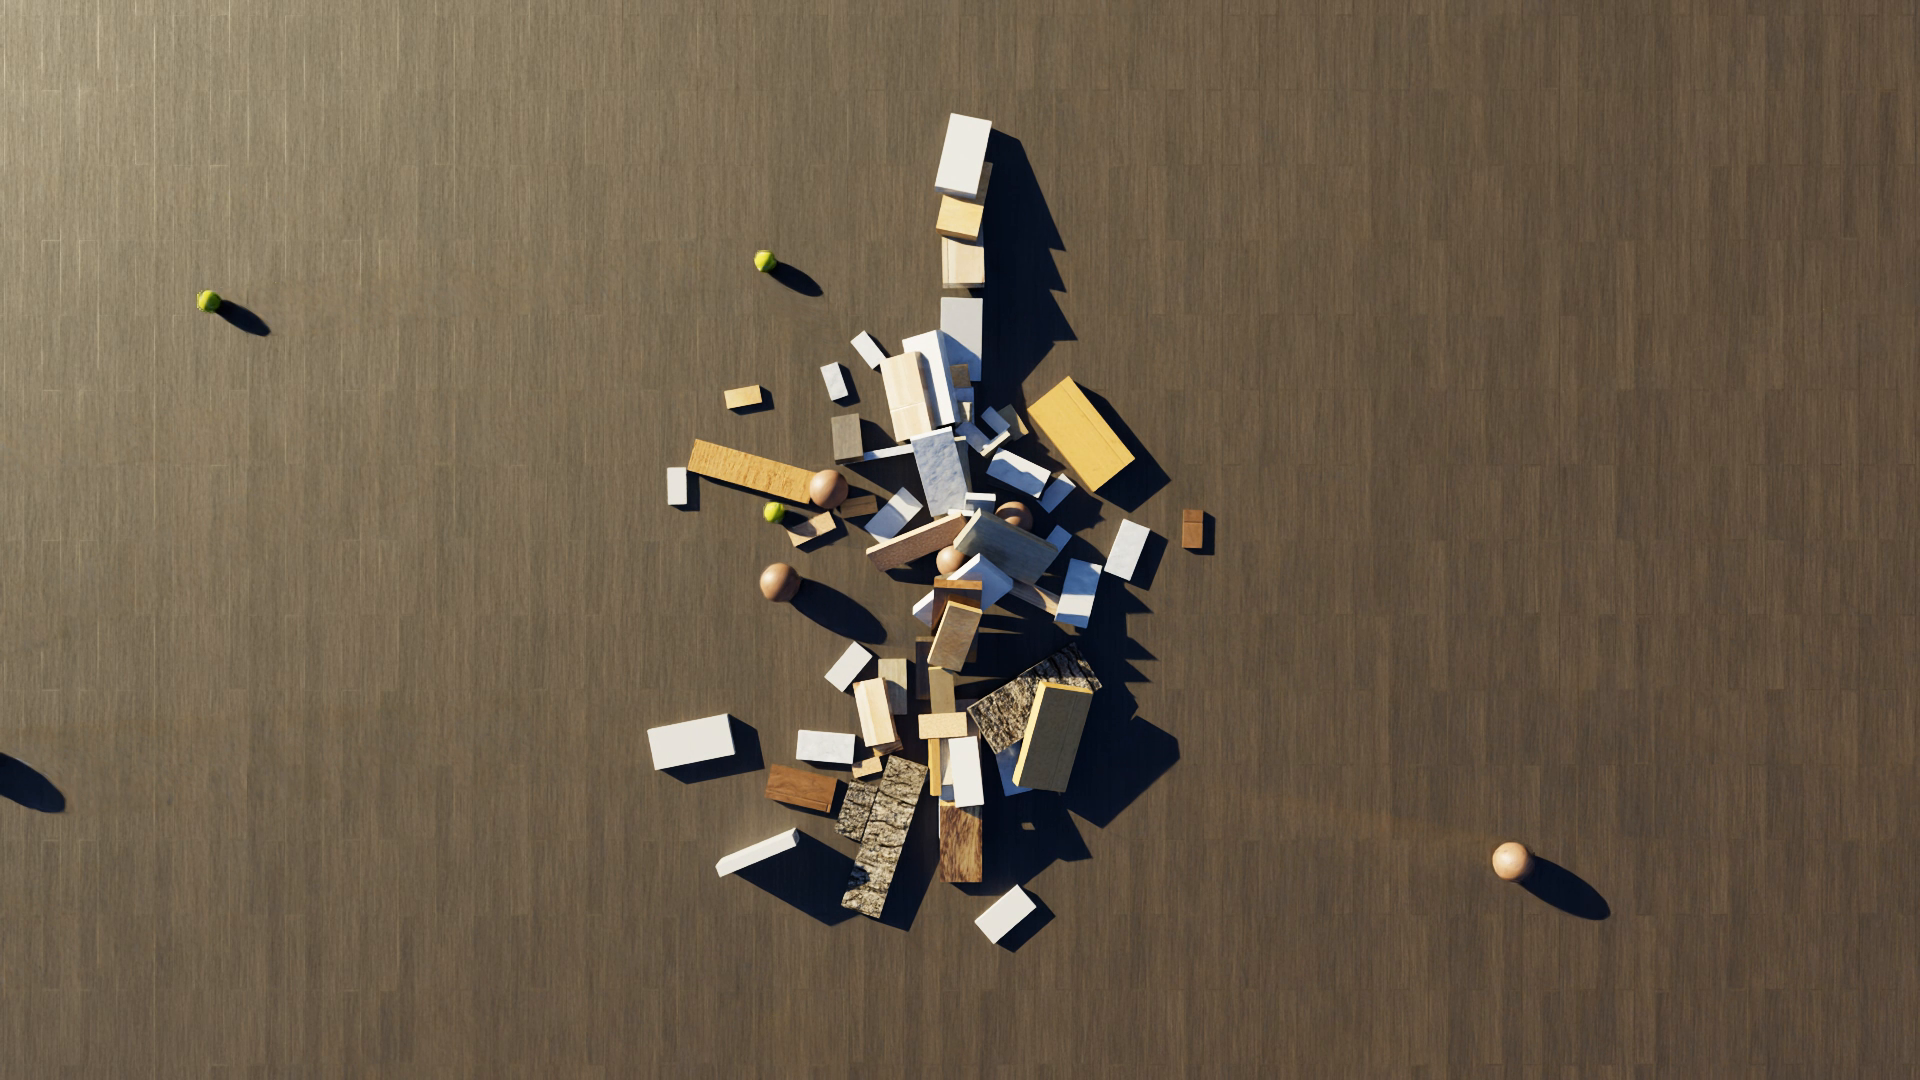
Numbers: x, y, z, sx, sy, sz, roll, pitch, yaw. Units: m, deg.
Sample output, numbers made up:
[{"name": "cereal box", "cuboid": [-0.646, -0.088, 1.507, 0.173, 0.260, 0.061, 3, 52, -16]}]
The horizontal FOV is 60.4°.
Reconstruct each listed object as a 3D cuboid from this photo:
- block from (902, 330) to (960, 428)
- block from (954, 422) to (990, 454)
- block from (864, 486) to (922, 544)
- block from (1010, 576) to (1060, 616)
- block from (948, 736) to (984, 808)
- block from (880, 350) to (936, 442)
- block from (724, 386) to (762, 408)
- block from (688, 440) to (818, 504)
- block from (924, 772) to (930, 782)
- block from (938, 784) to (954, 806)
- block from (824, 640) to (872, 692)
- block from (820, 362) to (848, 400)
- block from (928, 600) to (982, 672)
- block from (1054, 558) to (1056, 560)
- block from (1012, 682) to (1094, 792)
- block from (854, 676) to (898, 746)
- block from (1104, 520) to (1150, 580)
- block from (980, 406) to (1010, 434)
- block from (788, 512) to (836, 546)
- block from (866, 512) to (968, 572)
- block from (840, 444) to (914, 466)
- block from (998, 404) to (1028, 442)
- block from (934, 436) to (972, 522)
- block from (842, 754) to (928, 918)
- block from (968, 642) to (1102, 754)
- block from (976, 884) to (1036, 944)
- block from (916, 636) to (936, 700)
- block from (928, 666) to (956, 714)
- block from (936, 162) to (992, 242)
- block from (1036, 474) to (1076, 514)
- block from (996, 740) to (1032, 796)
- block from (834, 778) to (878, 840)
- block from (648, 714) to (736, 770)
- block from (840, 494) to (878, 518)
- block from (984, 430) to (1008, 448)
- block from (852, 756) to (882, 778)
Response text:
[{"name": "block", "cuboid": [-0.094, -0.527, 5.445, 0.137, 0.039, 0.305, -12, 90, 34]}, {"name": "block", "cuboid": [0.042, -0.347, 5.471, 0.113, 0.016, 0.057, 42, 102, -17]}, {"name": "block", "cuboid": [-0.221, -0.077, 5.487, 0.094, 0.027, 0.187, 44, 90, 0]}, {"name": "block", "cuboid": [0.227, 0.172, 5.491, 0.359, 0.018, 0.063, 26, 90, 0]}, {"name": "block", "cuboid": [0.020, 0.759, 5.396, 0.092, 0.026, 0.221, -6, 77, -1]}, {"name": "block", "cuboid": [-0.170, -0.475, 5.449, 0.137, 0.039, 0.274, -12, 90, 30]}, {"name": "block", "cuboid": [-0.721, -0.476, 5.492, 0.116, 0.016, 0.058, -11, 90, 0]}, {"name": "block", "cuboid": [-0.690, -0.227, 5.485, 0.417, 0.030, 0.107, 16, 90, 0]}, {"name": "block", "cuboid": [-0.146, 0.797, 5.493, 0.095, 0.014, 0.048, -35, 90, 0]}, {"name": "block", "cuboid": [-0.001, 0.847, 5.480, 0.138, 0.039, 0.276, 0, 90, 0]}, {"name": "block", "cuboid": [-0.370, 0.420, 5.489, 0.078, 0.022, 0.156, 40, 90, 0]}, {"name": "block", "cuboid": [-0.418, -0.528, 5.492, 0.058, 0.016, 0.116, -19, 90, 0]}, {"name": "block", "cuboid": [-0.017, 0.313, 5.347, 0.111, 0.031, 0.222, 16, 112, -10]}, {"name": "block", "cuboid": [0.251, 0.040, 5.470, 0.123, 0.017, 0.062, 41, 116, -2]}, {"name": "block", "cuboid": [0.304, 0.647, 5.412, 0.175, 0.050, 0.350, 10, 102, -22]}, {"name": "block", "cuboid": [-0.280, 0.568, 5.462, 0.107, 0.030, 0.213, -13, 87, 20]}, {"name": "block", "cuboid": [0.555, 0.033, 5.487, 0.092, 0.026, 0.184, 21, 90, 0]}, {"name": "block", "cuboid": [0.118, -0.395, 5.483, 0.095, 0.013, 0.047, 45, 108, 5]}, {"name": "block", "cuboid": [-0.493, -0.037, 5.491, 0.152, 0.017, 0.061, -24, 90, 0]}, {"name": "block", "cuboid": [-0.132, 0.008, 5.413, 0.349, 0.026, 0.092, -22, 126, 17]}, {"name": "block", "cuboid": [-0.231, -0.291, 5.452, 0.332, 0.094, 0.027, -10, 94, 0]}, {"name": "block", "cuboid": [0.175, -0.391, 5.492, 0.057, 0.016, 0.113, -32, 90, 0]}, {"name": "block", "cuboid": [-0.033, -0.198, 5.430, 0.137, 0.039, 0.274, -7, 112, 0]}, {"name": "block", "cuboid": [-0.250, 0.983, 5.473, 0.134, 0.038, 0.524, 18, 92, 0]}, {"name": "block", "cuboid": [0.246, 0.520, 5.445, 0.416, 0.050, 0.175, -32, 90, -8]}, {"name": "block", "cuboid": [0.152, 1.244, 5.487, 0.187, 0.027, 0.094, -41, 90, 0]}, {"name": "block", "cuboid": [-0.090, 0.423, 5.436, 0.111, 0.031, 0.222, 1, 117, 0]}, {"name": "block", "cuboid": [-0.059, 0.493, 5.422, 0.078, 0.022, 0.156, -4, 104, 1]}, {"name": "block", "cuboid": [0.015, -1.128, 5.442, 0.137, 0.039, 0.274, 12, 73, 0]}, {"name": "block", "cuboid": [0.319, -0.155, 5.491, 0.126, 0.018, 0.063, -45, 90, 0]}, {"name": "block", "cuboid": [0.174, 0.751, 5.487, 0.092, 0.026, 0.185, -14, 90, 0]}, {"name": "block", "cuboid": [-0.346, 0.895, 5.487, 0.094, 0.027, 0.187, 19, 90, 0]}, {"name": "block", "cuboid": [-0.891, 0.670, 5.481, 0.267, 0.038, 0.134, -11, 90, 0]}, {"name": "block", "cuboid": [-0.337, -0.111, 5.491, 0.122, 0.017, 0.061, -10, 90, 0]}, {"name": "block", "cuboid": [0.122, -0.328, 5.475, 0.095, 0.047, 0.013, -36, 75, 0]}, {"name": "block", "cuboid": [-0.310, 0.756, 5.493, 0.095, 0.014, 0.048, -15, 90, 0]}]
